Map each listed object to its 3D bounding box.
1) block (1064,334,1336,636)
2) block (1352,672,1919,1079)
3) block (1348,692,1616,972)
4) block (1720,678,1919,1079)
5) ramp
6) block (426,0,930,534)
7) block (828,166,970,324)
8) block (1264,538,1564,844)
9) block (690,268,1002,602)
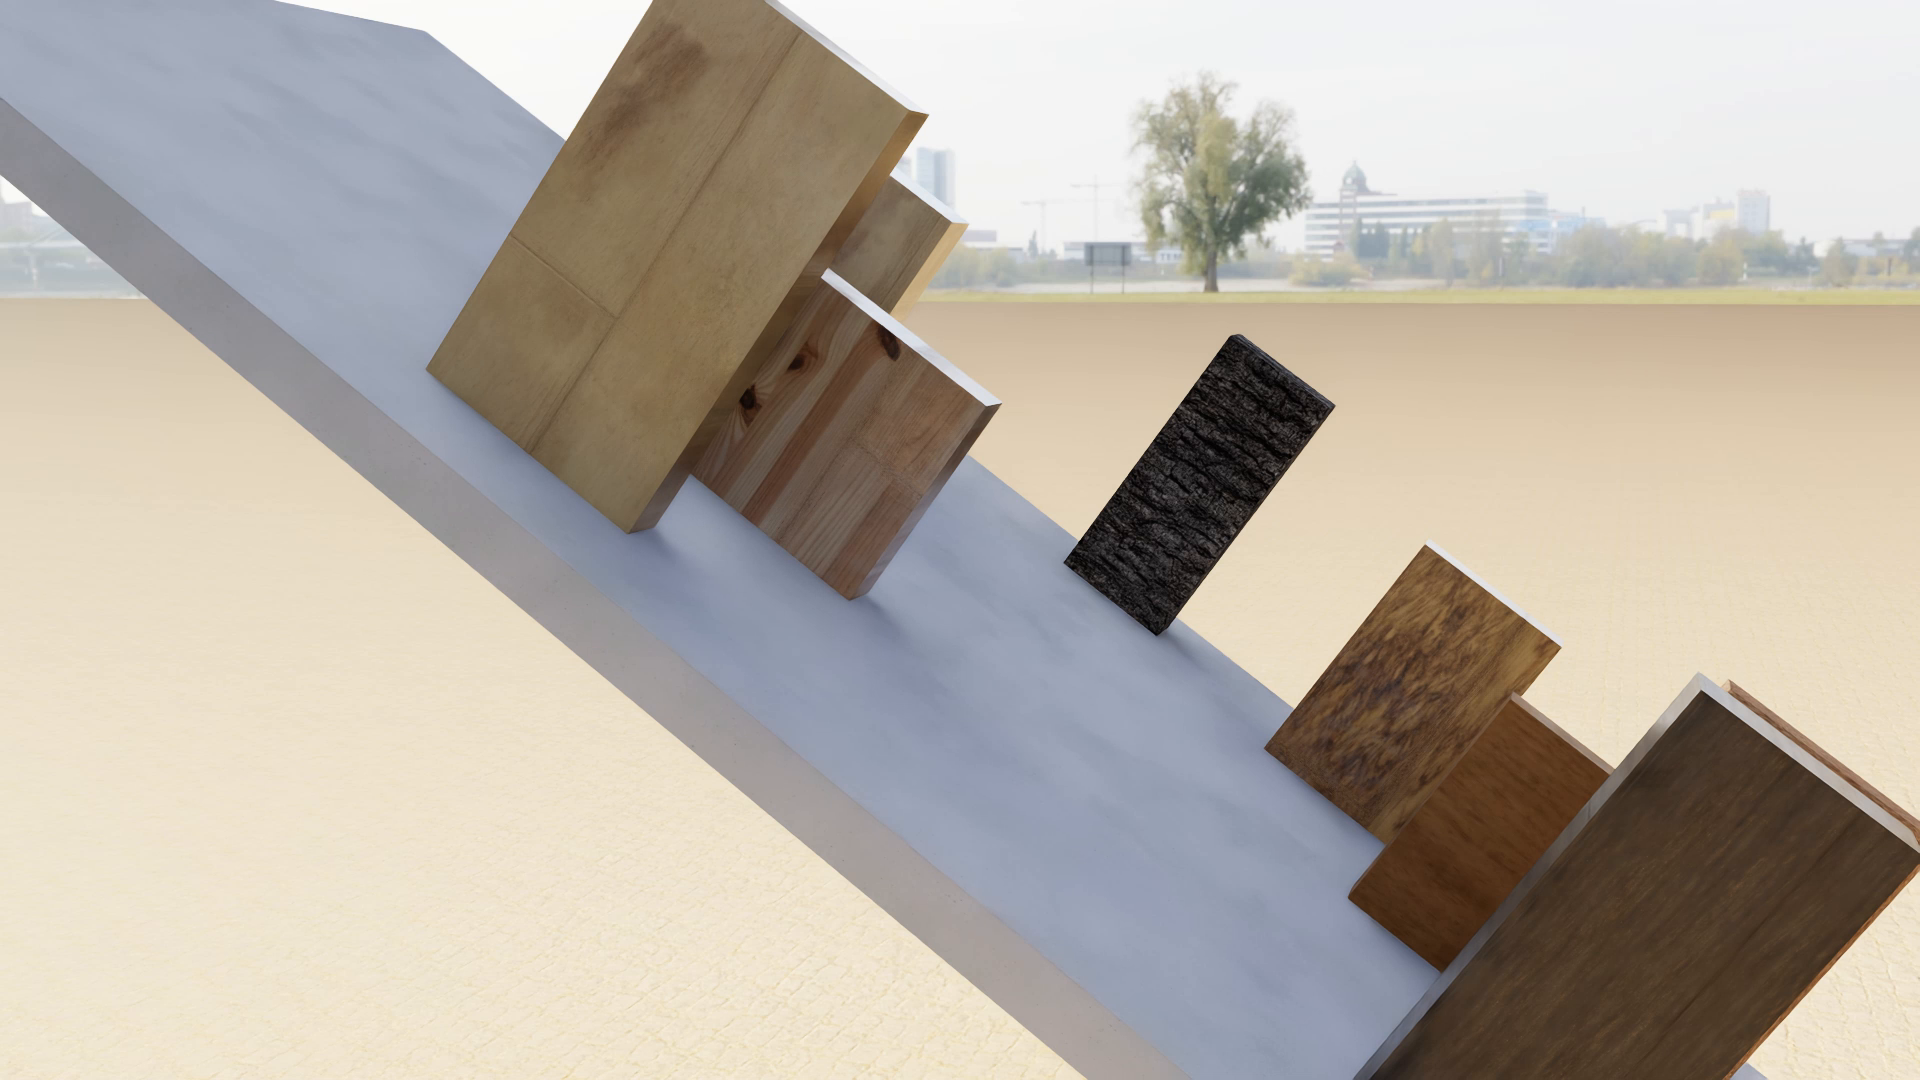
[{"bbox_3d":[0.512,-0.118,4.718,0.257,0.611,0.121,38,16,10],"label":"block"},{"bbox_3d":[0.929,0.614,3.098,0.354,0.800,0.146,38,16,10],"label":"block"},{"bbox_3d":[1.018,0.594,3.950,0.432,0.475,0.080,38,16,10],"label":"block"},{"bbox_3d":[1.144,0.643,3.527,0.387,0.766,0.093,38,16,10],"label":"block"},{"bbox_3d":[-0.072,0.138,4.073,4.000,0.100,2.000,38,16,10],"label":"ramp"},{"bbox_3d":[-0.443,-0.451,3.368,0.425,0.784,0.097,38,16,10],"label":"block"},{"bbox_3d":[-0.298,-0.570,4.545,0.414,0.503,0.123,38,16,10],"label":"block"},{"bbox_3d":[0.911,0.313,4.437,0.331,0.535,0.089,38,16,10],"label":"block"},{"bbox_3d":[-0.232,-0.201,3.769,0.448,0.415,0.097,38,16,10],"label":"block"}]
